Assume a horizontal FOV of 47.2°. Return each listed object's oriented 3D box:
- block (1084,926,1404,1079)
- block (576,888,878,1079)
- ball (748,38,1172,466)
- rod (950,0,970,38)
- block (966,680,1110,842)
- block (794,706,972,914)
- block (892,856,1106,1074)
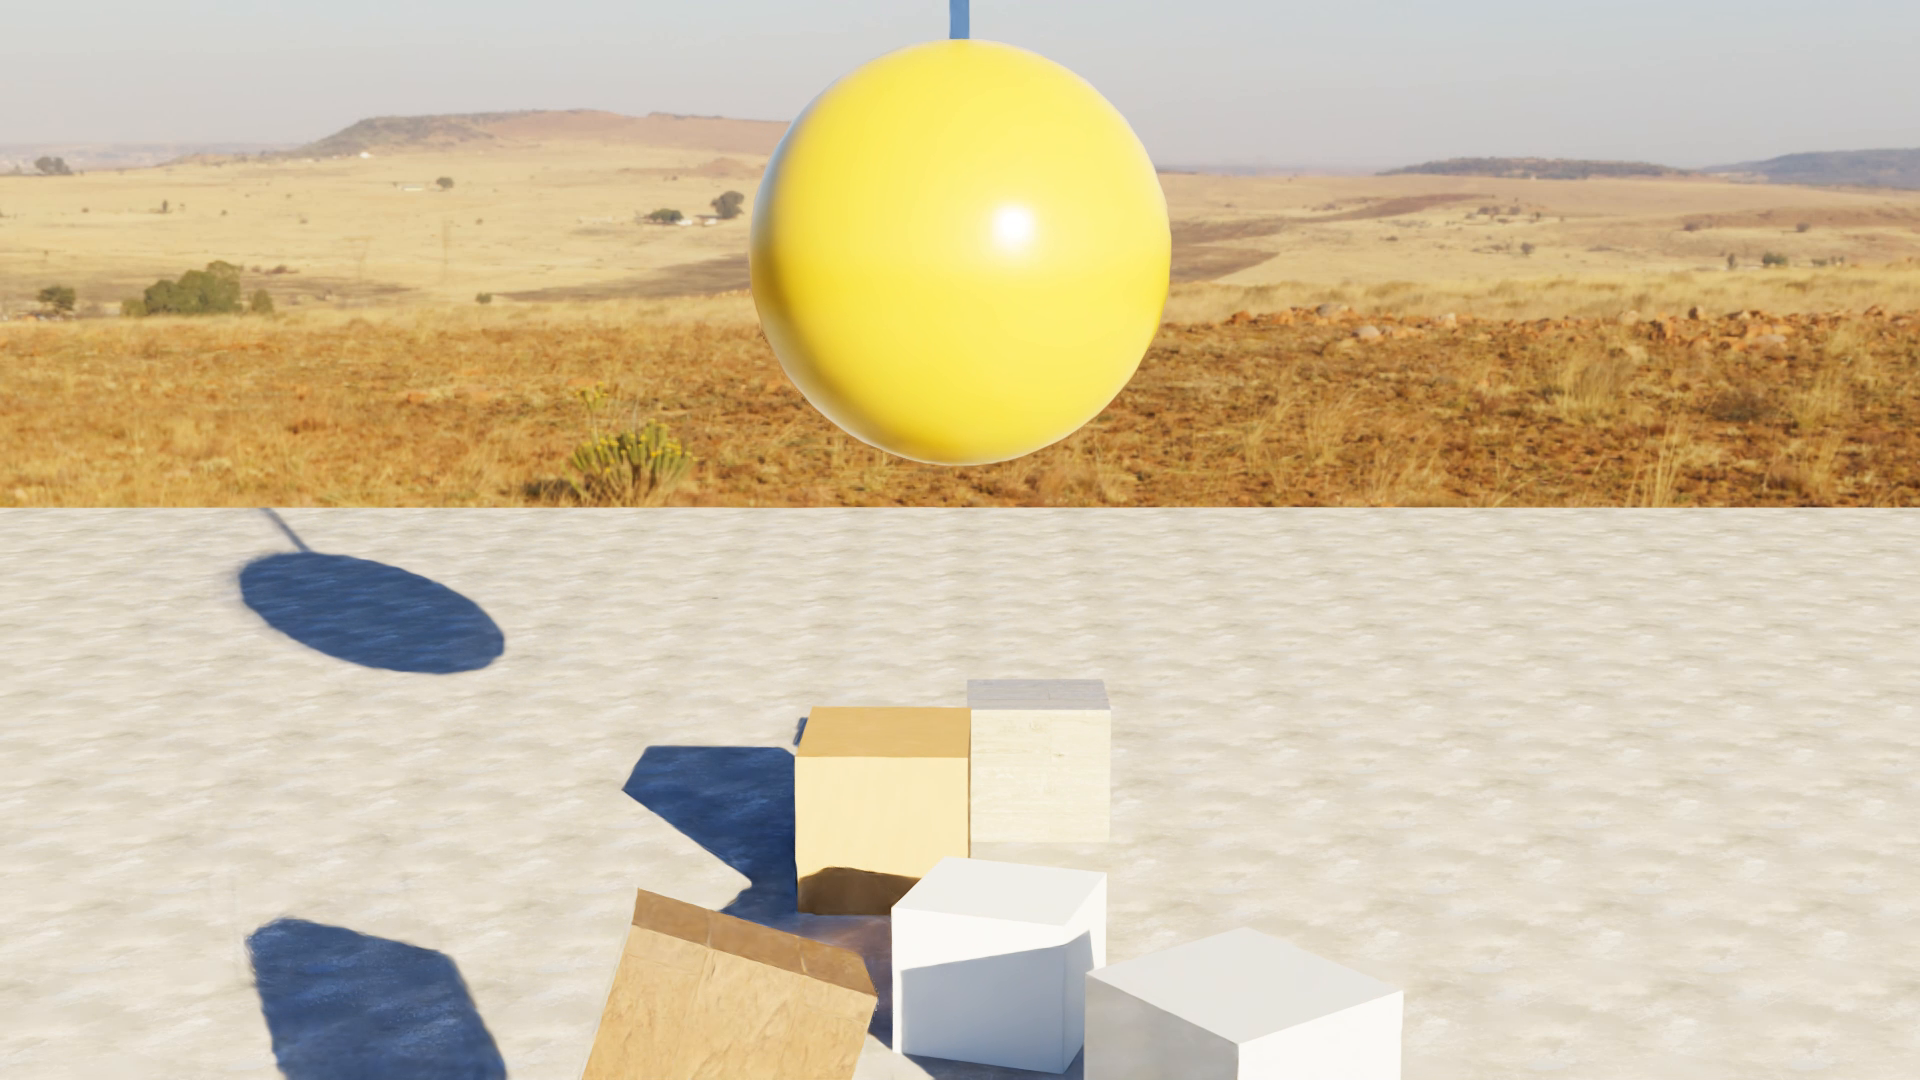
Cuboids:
[{"bbox_3d":[0.929,1.834,7.300,0.733,0.779,0.735,-8,13,-36],"label":"block"},{"bbox_3d":[-0.620,1.302,5.667,0.631,0.563,0.572,18,-2,-6],"label":"block"},{"bbox_3d":[0.000,-1.081,8.326,1.600,1.600,1.600,0,10,0],"label":"ball"},{"bbox_3d":[0.000,-4.357,9.237,0.080,5.200,0.080,0,-16,0],"label":"rod"},{"bbox_3d":[0.397,1.134,11.400,0.720,0.689,0.642,0,10,0],"label":"block"},{"bbox_3d":[-0.347,1.272,10.476,0.783,0.748,0.904,0,10,1],"label":"block"},{"bbox_3d":[0.165,1.670,8.728,0.687,0.591,0.649,3,11,17],"label":"block"}]
